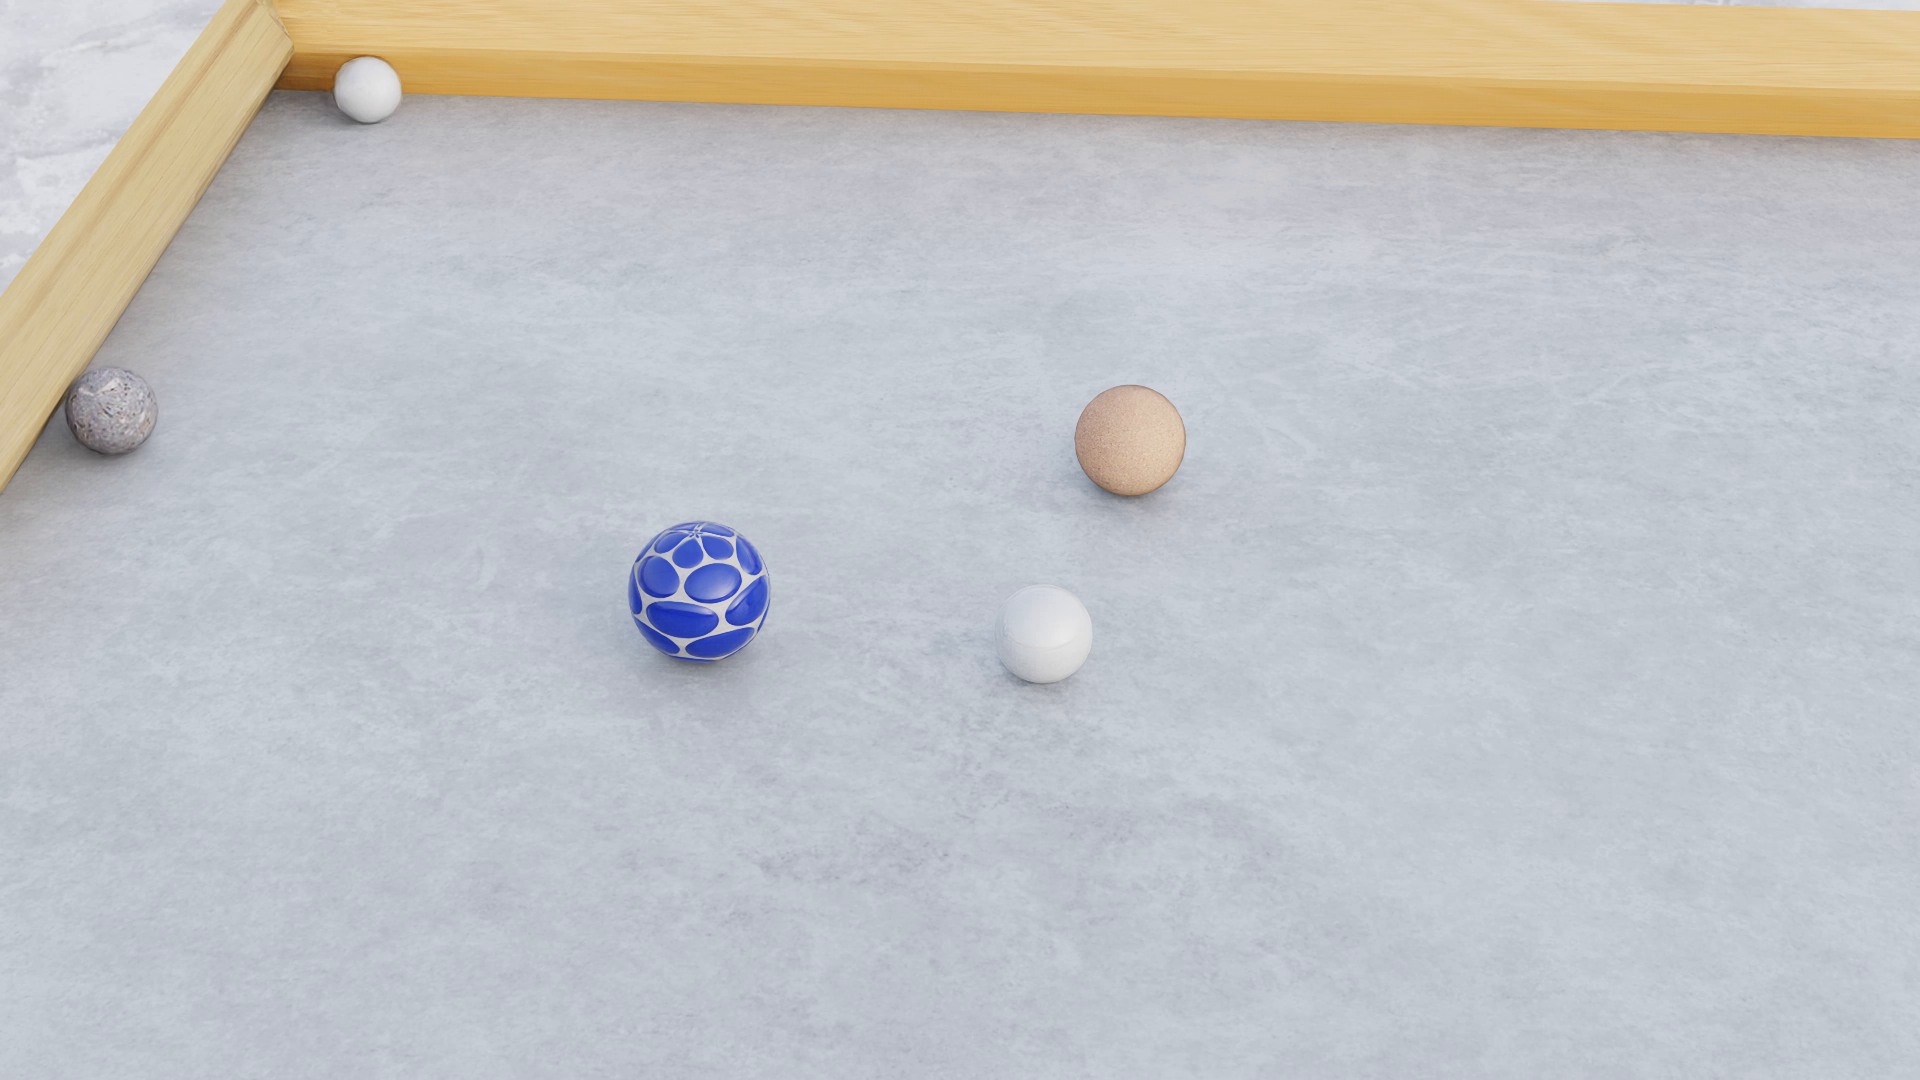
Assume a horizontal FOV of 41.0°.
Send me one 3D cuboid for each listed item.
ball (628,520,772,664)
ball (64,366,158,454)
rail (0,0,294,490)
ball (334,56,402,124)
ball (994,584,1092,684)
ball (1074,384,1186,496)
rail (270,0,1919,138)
[{"bbox_3d":[-0.182,0.036,1.790,0.100,0.100,0.100,0,35,0],"label":"ball"},{"bbox_3d":[-0.666,-0.102,2.015,0.069,0.069,0.069,0,35,0],"label":"ball"},{"bbox_3d":[-0.724,-0.050,1.885,0.045,0.130,1.606,2,35,3],"label":"rail"},{"bbox_3d":[-0.578,-0.439,2.504,0.064,0.064,0.064,0,35,0],"label":"ball"},{"bbox_3d":[0.058,0.065,1.776,0.069,0.069,0.069,0,35,0],"label":"ball"},{"bbox_3d":[0.130,-0.076,1.964,0.086,0.086,0.086,0,35,0],"label":"ball"},{"bbox_3d":[0.802,-0.436,2.439,2.999,0.130,0.045,2,35,3],"label":"rail"}]
